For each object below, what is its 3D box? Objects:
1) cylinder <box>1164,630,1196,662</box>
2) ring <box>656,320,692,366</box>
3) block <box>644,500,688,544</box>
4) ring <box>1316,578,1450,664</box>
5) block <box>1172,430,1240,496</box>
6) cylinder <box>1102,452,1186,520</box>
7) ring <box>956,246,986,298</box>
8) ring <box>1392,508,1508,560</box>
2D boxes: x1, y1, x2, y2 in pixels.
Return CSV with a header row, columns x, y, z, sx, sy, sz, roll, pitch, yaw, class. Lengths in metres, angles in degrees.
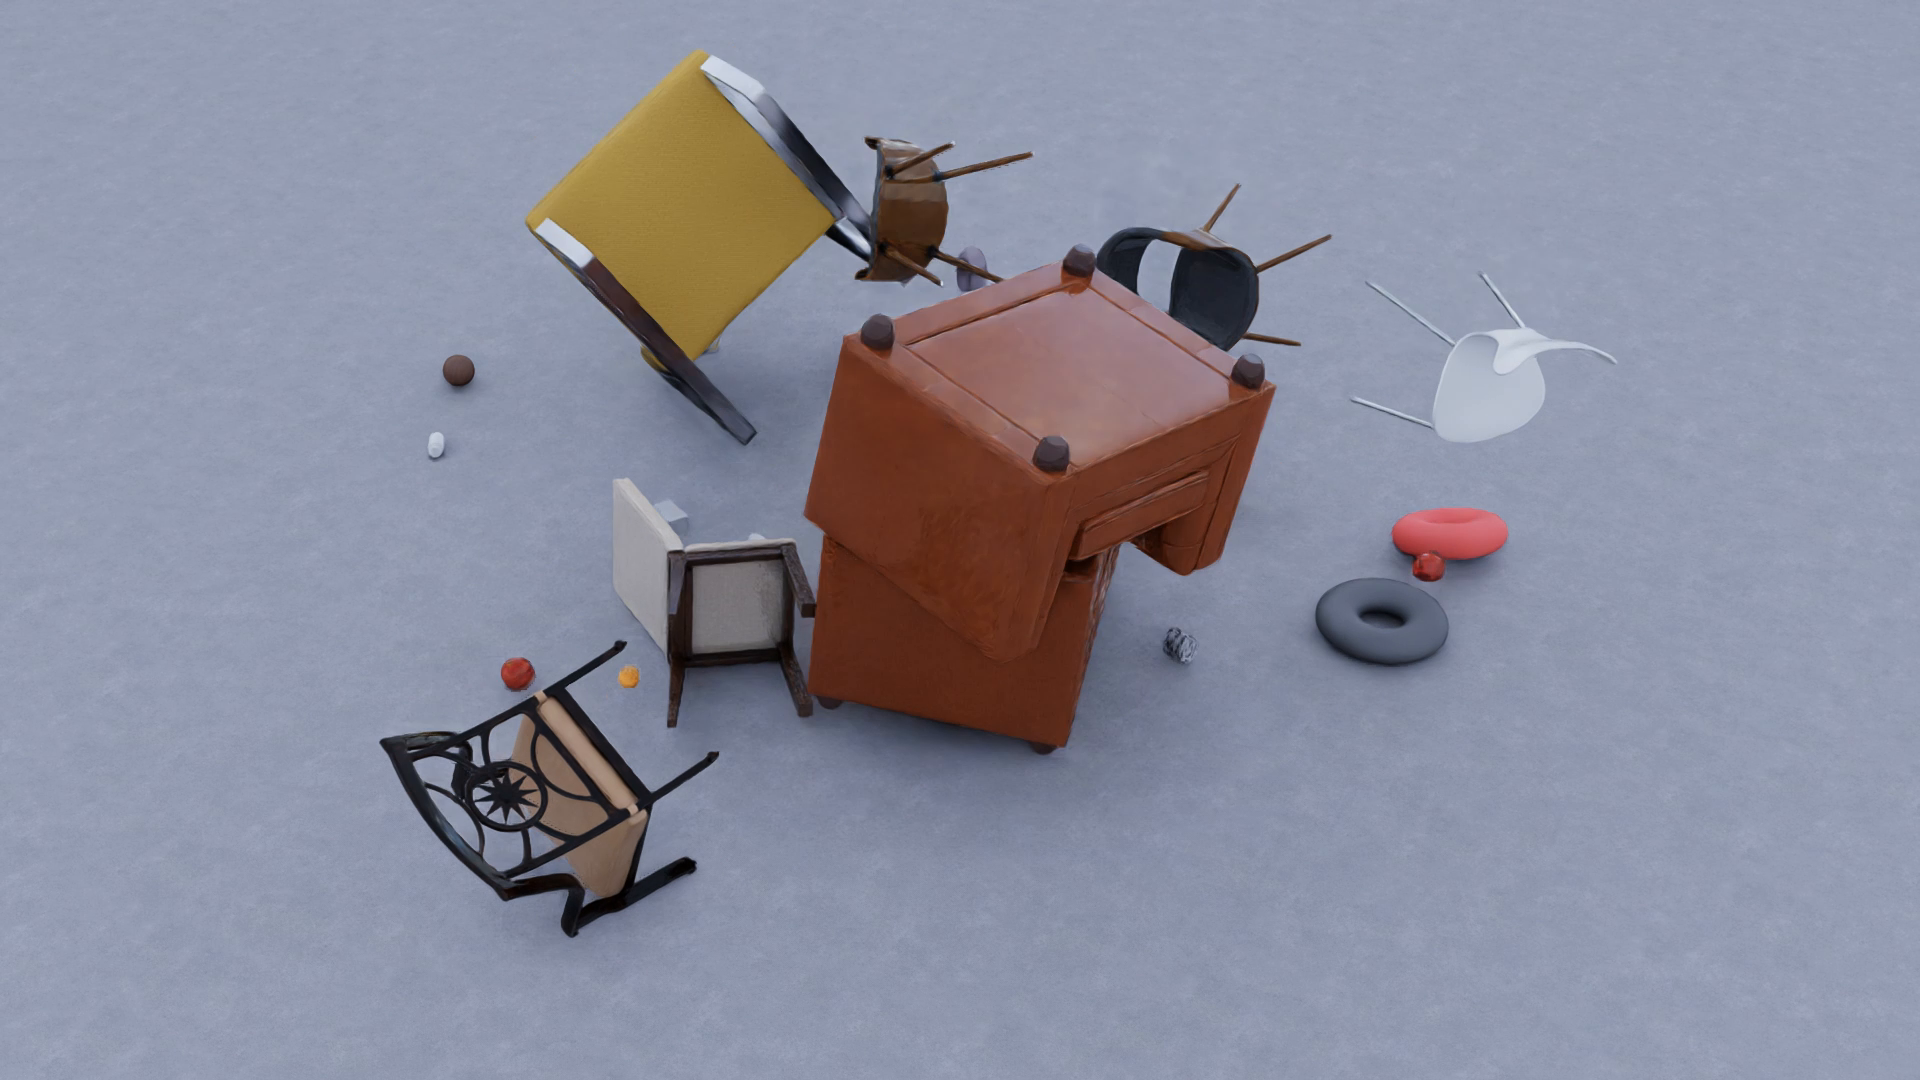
x,y,z,sx,sy,sz,roll,pitch,yaw,class
0.770,0.369,10.264,0.083,0.101,0.087,15,2,-27,cylinder
-1.172,-0.808,12.006,0.147,0.192,0.060,15,16,-4,ring
-1.099,-0.069,10.973,0.111,0.084,0.135,-20,38,-27,block
1.499,0.286,10.413,0.483,0.108,0.452,27,43,33,ring
0.938,-0.291,11.167,0.224,0.173,0.150,-9,51,2,block
0.692,-0.203,11.042,0.294,0.159,0.244,-1,29,28,cylinder
0.047,-1.076,11.802,0.115,0.223,0.095,20,34,41,ring
1.807,-0.024,10.823,0.426,0.136,0.300,-1,17,15,ring
